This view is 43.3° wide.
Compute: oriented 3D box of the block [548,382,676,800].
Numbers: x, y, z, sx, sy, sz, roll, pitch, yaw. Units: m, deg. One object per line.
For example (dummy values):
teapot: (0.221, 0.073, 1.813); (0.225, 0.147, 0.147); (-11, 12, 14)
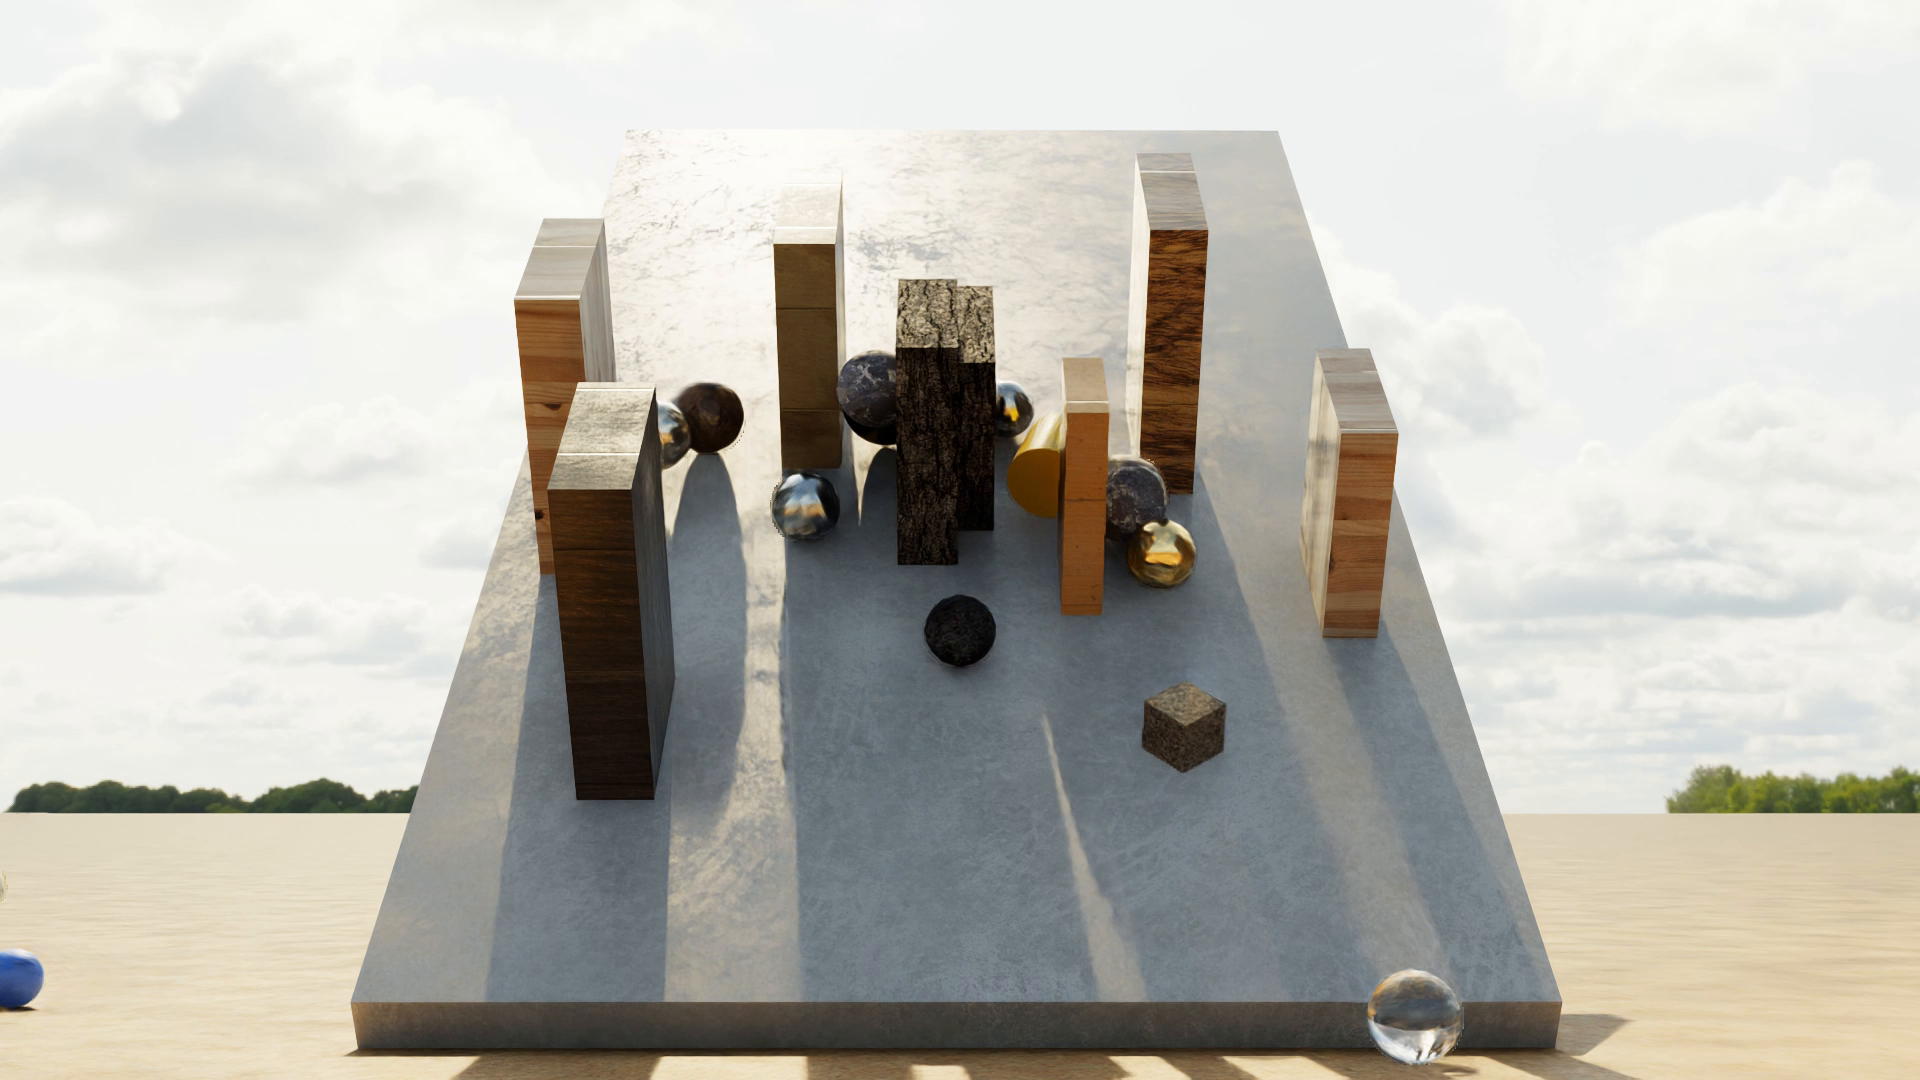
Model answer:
block: (-0.636, 0.094, 4.480); (0.143, 0.657, 0.406); (0, 30, 0)

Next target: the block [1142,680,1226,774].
block: (0.424, 0.353, 4.586); (0.109, 0.109, 0.109); (-24, 38, -35)

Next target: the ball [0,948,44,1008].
ball: (-1.899, 0.879, 4.859); (0.117, 0.117, 0.117); (0, -6, 0)

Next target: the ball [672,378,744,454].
ball: (-0.587, -0.288, 5.610); (0.173, 0.173, 0.173); (0, -6, 0)

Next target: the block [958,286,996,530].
block: (0.002, -0.297, 5.395); (0.145, 0.411, 0.393); (0, 30, 0)

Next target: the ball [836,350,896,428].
ball: (-0.189, -0.341, 5.442); (0.176, 0.176, 0.176); (0, -6, 0)

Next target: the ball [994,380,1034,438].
ball: (0.108, -0.308, 5.685); (0.137, 0.137, 0.137); (0, -6, 0)

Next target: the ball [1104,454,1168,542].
ball: (0.355, -0.091, 5.261); (0.191, 0.191, 0.191); (0, -6, 0)

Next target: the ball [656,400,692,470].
ball: (-0.686, -0.237, 5.487); (0.159, 0.159, 0.159); (0, -6, 0)

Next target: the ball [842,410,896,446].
ball: (-0.173, -0.321, 5.630); (0.205, 0.205, 0.205); (0, -6, 0)

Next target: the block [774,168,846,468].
block: (-0.343, -0.517, 5.620); (0.135, 0.560, 0.441); (0, 30, 0)

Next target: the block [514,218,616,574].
block: (-0.829, -0.309, 5.182); (0.131, 0.641, 0.418); (0, 30, 0)

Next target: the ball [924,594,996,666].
ball: (0.000, 0.181, 4.844); (0.143, 0.143, 0.143); (0, -6, 0)

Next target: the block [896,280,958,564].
block: (-0.070, -0.255, 5.217); (0.128, 0.518, 0.337); (0, 30, 0)

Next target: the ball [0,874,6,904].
ball: (-2.048, 0.726, 5.018); (0.129, 0.129, 0.129); (0, -6, 0)

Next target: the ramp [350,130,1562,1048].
ramp: (-0.013, -0.206, 5.745); (2.000, 0.100, 4.000); (0, 30, 0)

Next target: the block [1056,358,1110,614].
block: (0.253, -0.111, 5.020); (0.084, 0.471, 0.248); (0, 30, 0)

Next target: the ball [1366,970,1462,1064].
ball: (0.712, 0.747, 3.797); (0.147, 0.147, 0.147); (0, -6, 0)

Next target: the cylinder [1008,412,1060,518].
cylinder: (0.212, -0.167, 5.407); (0.175, 0.175, 0.175); (-2, 28, 19)

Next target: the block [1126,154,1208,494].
block: (0.464, -0.494, 5.503); (0.125, 0.644, 0.443); (0, 30, 0)

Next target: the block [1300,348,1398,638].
block: (0.798, -0.100, 5.002); (0.112, 0.473, 0.380); (0, 30, 0)

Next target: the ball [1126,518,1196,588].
ball: (0.423, 0.029, 5.101); (0.148, 0.148, 0.148); (0, -6, 0)

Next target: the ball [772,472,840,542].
ball: (-0.335, -0.072, 5.267); (0.149, 0.149, 0.149); (0, -6, 0)
